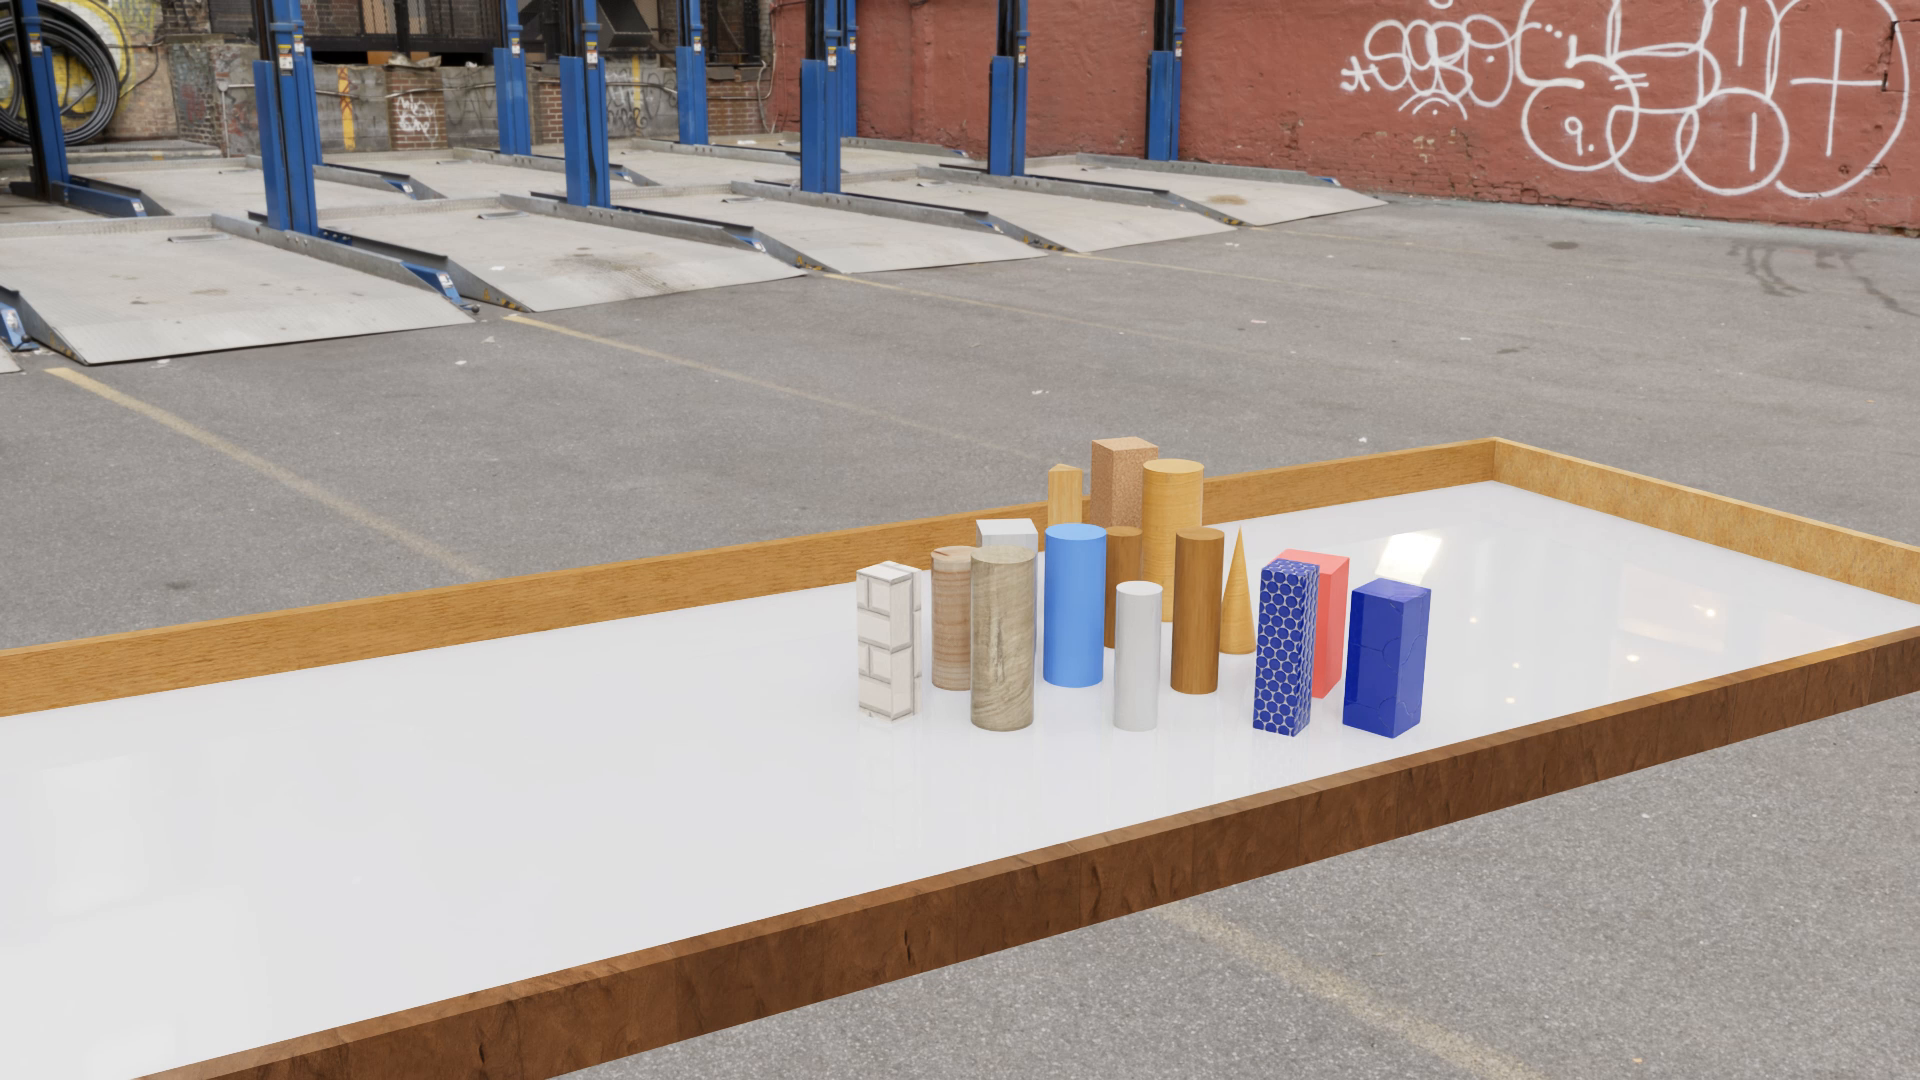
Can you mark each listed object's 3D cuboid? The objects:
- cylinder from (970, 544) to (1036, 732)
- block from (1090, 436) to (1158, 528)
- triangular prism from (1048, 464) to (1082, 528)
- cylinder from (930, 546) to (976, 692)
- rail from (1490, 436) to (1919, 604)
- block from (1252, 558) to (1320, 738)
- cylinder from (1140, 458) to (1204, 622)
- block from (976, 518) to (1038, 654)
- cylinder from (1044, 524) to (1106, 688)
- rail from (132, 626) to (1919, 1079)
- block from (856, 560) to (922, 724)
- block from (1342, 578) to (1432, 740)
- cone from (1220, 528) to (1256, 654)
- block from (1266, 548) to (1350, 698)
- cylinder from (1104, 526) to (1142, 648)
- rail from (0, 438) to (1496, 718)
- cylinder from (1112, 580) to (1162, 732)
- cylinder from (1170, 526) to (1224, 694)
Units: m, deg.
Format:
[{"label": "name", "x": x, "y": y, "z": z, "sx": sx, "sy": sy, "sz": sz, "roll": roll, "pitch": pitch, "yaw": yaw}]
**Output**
[{"label": "cylinder", "x": 0.099, "y": 0.229, "z": 3.850, "sx": 0.150, "sy": 0.410, "sz": 0.150, "roll": 0, "pitch": 16, "yaw": 0}, {"label": "block", "x": 0.477, "y": -0.072, "z": 4.834, "sx": 0.143, "sy": 0.432, "sz": 0.143, "roll": -6, "pitch": 17, "yaw": -20}, {"label": "triangular prism", "x": 0.283, "y": 0.002, "z": 4.600, "sx": 0.094, "sy": 0.423, "sz": 0.081, "roll": -3, "pitch": 17, "yaw": -9}, {"label": "cylinder", "x": -0.004, "y": 0.194, "z": 4.101, "sx": 0.137, "sy": 0.335, "sz": 0.137, "roll": 0, "pitch": 16, "yaw": 0}, {"label": "rail", "x": 2.466, "y": -0.048, "z": 5.253, "sx": 0.050, "sy": 0.150, "sz": 2.100, "roll": -9, "pitch": 18, "yaw": -27}, {"label": "block", "x": 0.755, "y": 0.249, "z": 3.818, "sx": 0.102, "sy": 0.389, "sz": 0.102, "roll": 10, "pitch": 19, "yaw": 31}, {"label": "cylinder", "x": 0.587, "y": 0.001, "z": 4.595, "sx": 0.168, "sy": 0.427, "sz": 0.168, "roll": 0, "pitch": 16, "yaw": 0}, {"label": "block", "x": 0.122, "y": 0.124, "z": 4.346, "sx": 0.145, "sy": 0.331, "sz": 0.145, "roll": -2, "pitch": 16, "yaw": -6}, {"label": "cylinder", "x": 0.286, "y": 0.163, "z": 4.122, "sx": 0.152, "sy": 0.383, "sz": 0.152, "roll": 0, "pitch": 16, "yaw": 0}, {"label": "rail", "x": -2.336, "y": 1.006, "z": 1.665, "sx": 12.000, "sy": 0.150, "sz": 0.050, "roll": -9, "pitch": 18, "yaw": -27}, {"label": "block", "x": -0.166, "y": 0.242, "z": 3.900, "sx": 0.107, "sy": 0.357, "sz": 0.107, "roll": 14, "pitch": 21, "yaw": 40}, {"label": "block", "x": 0.992, "y": 0.273, "z": 3.838, "sx": 0.132, "sy": 0.331, "sz": 0.132, "roll": 14, "pitch": 22, "yaw": 40}, {"label": "cone", "x": 0.730, "y": 0.121, "z": 4.338, "sx": 0.120, "sy": 0.340, "sz": 0.120, "roll": 0, "pitch": 16, "yaw": 0}, {"label": "block", "x": 0.855, "y": 0.205, "z": 4.091, "sx": 0.161, "sy": 0.319, "sz": 0.161, "roll": 9, "pitch": 18, "yaw": 27}, {"label": "cylinder", "x": 0.428, "y": 0.126, "z": 4.372, "sx": 0.101, "sy": 0.312, "sz": 0.101, "roll": 0, "pitch": 16, "yaw": 0}, {"label": "rail", "x": -3.305, "y": 0.497, "z": 3.399, "sx": 12.000, "sy": 0.150, "sz": 0.050, "roll": -9, "pitch": 18, "yaw": -27}, {"label": "cylinder", "x": 0.413, "y": 0.271, "z": 3.840, "sx": 0.106, "sy": 0.335, "sz": 0.106, "roll": 0, "pitch": 16, "yaw": 0}, {"label": "cylinder", "x": 0.583, "y": 0.174, "z": 4.059, "sx": 0.117, "sy": 0.397, "sz": 0.117, "roll": 0, "pitch": 16, "yaw": 0}]
